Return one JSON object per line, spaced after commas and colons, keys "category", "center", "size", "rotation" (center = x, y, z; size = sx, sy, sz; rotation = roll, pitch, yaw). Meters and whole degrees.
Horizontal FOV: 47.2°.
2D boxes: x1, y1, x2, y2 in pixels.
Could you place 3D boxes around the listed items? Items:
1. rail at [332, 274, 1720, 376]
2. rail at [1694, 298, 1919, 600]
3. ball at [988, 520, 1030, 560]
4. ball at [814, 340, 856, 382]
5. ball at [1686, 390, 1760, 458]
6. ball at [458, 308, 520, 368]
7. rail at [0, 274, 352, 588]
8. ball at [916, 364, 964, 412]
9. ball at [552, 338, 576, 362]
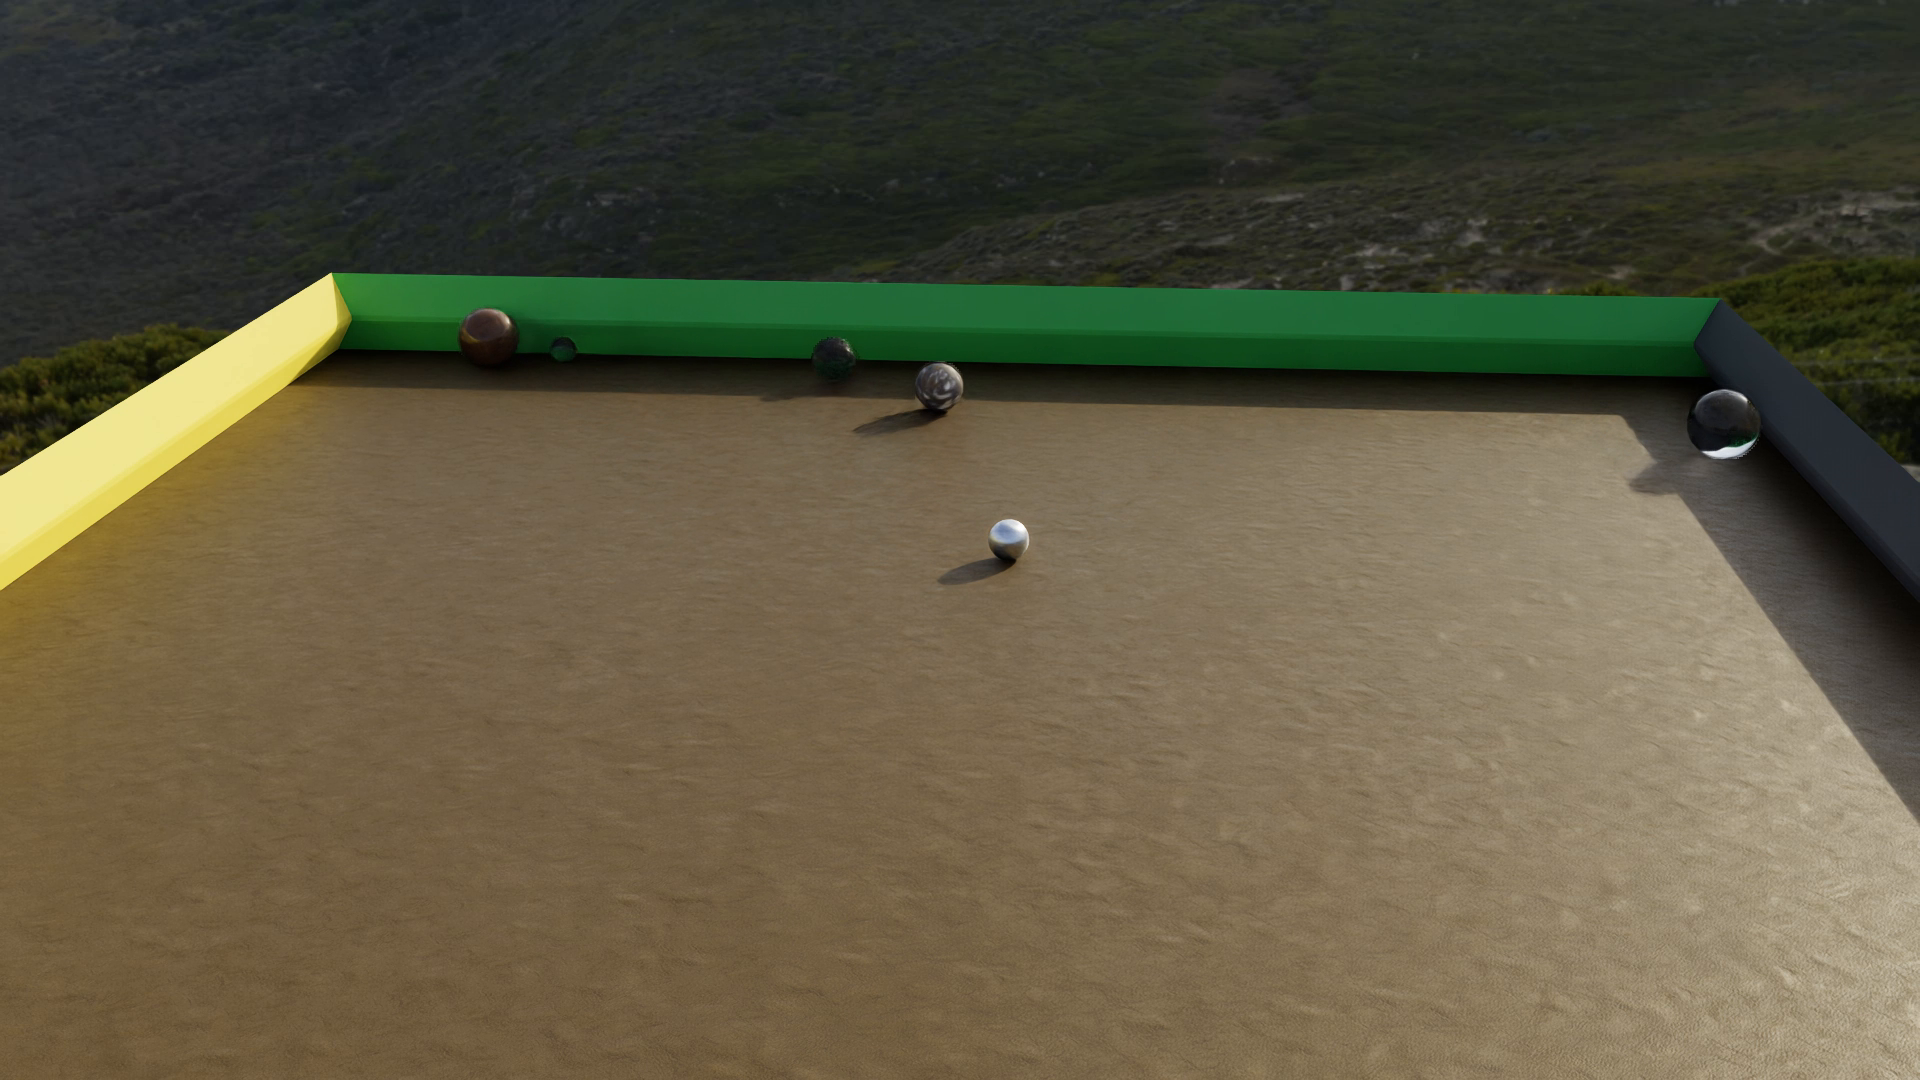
{"category": "rail", "center": [0.076, -0.337, 3.489], "size": [2.211, 0.125, 0.045], "rotation": [2, 19, 4]}
{"category": "rail", "center": [1.001, 0.315, 1.630], "size": [0.045, 0.125, 3.824], "rotation": [2, 19, 4]}
{"category": "ball", "center": [0.059, 0.000, 2.644], "size": [0.050, 0.050, 0.050], "rotation": [0, 19, 0]}
{"category": "ball", "center": [-0.195, -0.279, 3.416], "size": [0.065, 0.065, 0.065], "rotation": [0, 19, 0]}
{"category": "ball", "center": [1.052, -0.160, 3.030], "size": [0.096, 0.096, 0.096], "rotation": [0, 19, 0]}
{"category": "ball", "center": [-0.748, -0.322, 3.494], "size": [0.094, 0.094, 0.094], "rotation": [0, 19, 0]}
{"category": "rail", "center": [-1.156, 0.257, 1.796], "size": [0.045, 0.125, 3.824], "rotation": [2, 19, 4]}
{"category": "ball", "center": [-0.031, -0.226, 3.255], "size": [0.072, 0.072, 0.072], "rotation": [0, 19, 0]}
{"category": "ball", "center": [-0.635, -0.305, 3.528], "size": [0.040, 0.040, 0.040], "rotation": [0, 19, 0]}
